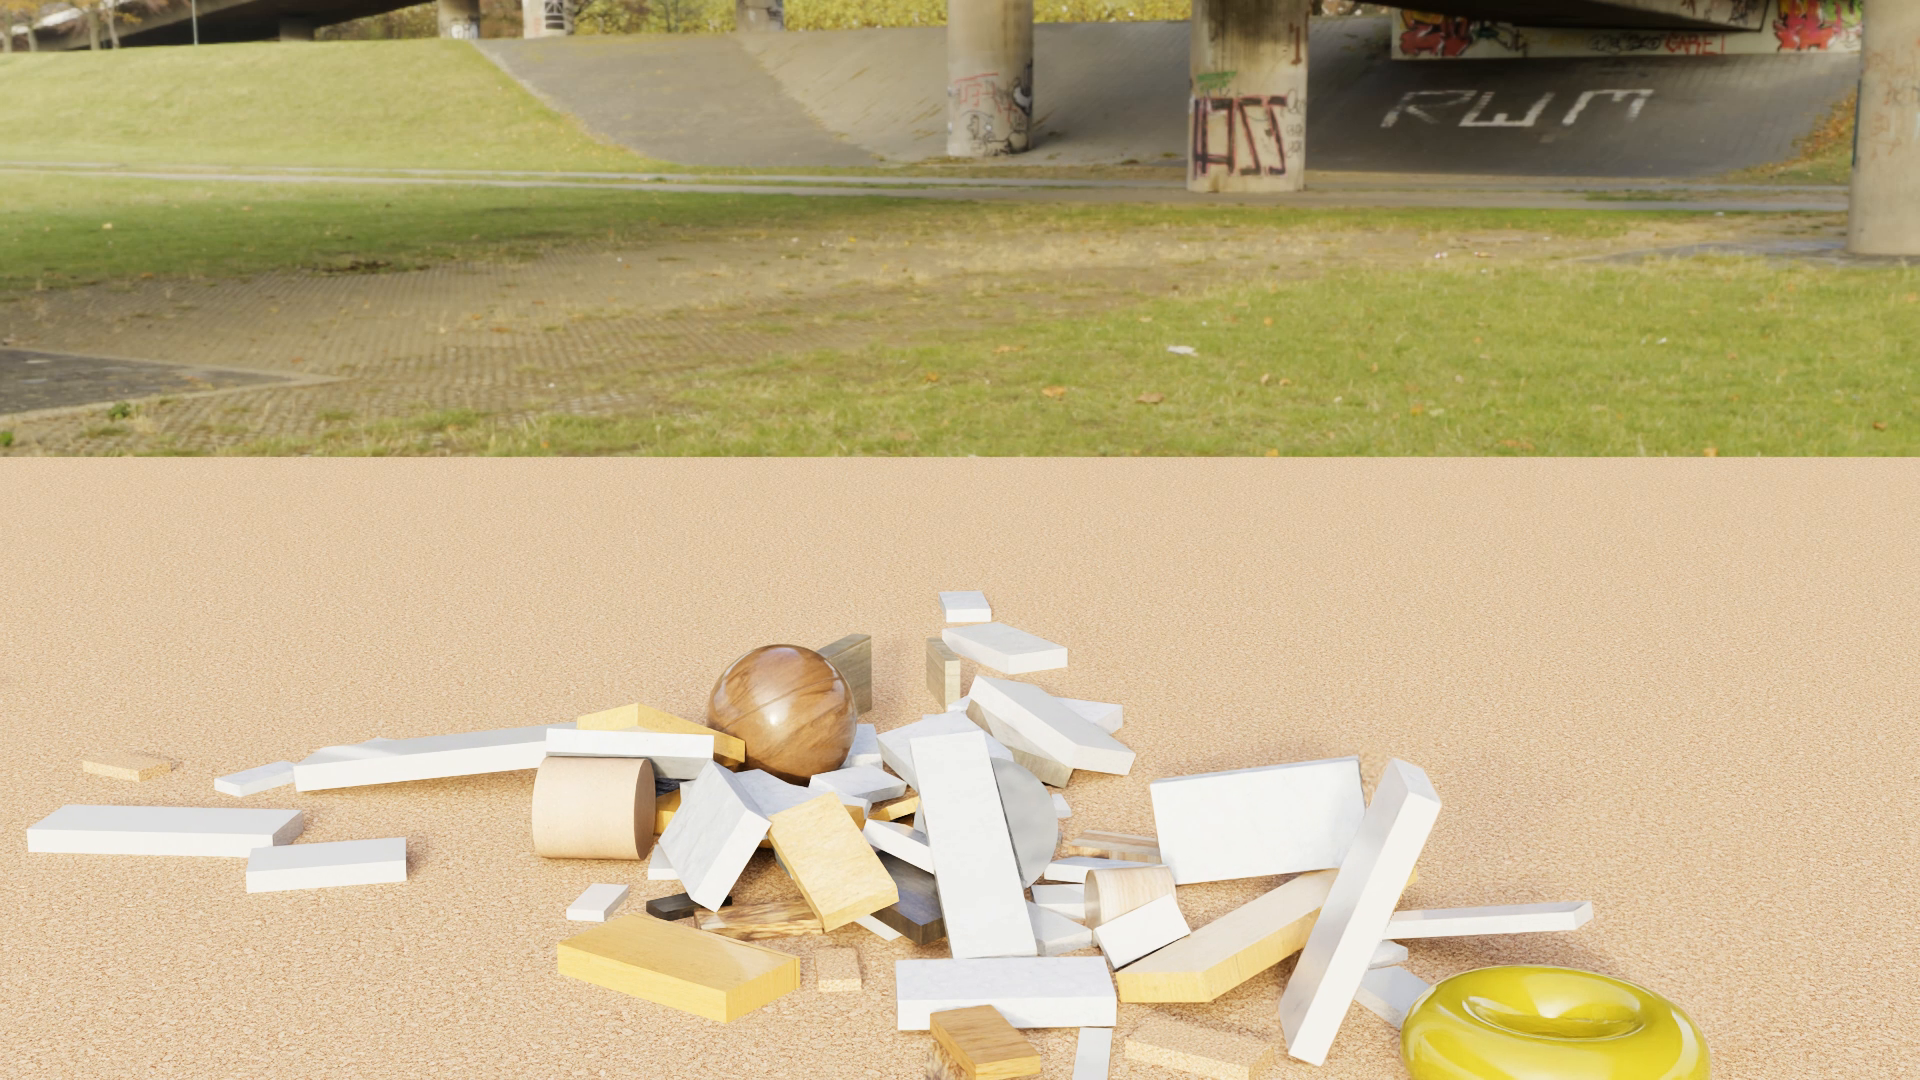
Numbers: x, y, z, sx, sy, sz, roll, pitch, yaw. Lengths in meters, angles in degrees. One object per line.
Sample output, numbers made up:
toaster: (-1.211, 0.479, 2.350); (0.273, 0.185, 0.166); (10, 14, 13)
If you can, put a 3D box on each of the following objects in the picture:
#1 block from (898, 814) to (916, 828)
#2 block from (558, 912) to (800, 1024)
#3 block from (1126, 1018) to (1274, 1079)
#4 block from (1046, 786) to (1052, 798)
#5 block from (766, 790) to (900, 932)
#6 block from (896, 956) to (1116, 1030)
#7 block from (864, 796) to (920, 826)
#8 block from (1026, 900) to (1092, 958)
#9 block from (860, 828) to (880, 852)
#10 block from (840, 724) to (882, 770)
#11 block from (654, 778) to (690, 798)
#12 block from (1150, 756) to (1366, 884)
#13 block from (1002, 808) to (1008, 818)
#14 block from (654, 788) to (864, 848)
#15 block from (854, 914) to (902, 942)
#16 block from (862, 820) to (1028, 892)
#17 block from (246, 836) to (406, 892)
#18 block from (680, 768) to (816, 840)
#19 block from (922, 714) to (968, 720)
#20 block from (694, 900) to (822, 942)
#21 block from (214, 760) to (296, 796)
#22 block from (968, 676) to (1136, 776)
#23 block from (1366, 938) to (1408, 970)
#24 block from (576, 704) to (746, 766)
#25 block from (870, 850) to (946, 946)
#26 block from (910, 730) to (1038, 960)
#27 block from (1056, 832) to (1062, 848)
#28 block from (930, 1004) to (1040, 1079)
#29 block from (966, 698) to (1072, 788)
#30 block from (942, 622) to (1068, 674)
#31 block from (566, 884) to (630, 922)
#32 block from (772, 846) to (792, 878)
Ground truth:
block: (-0.071, 0.520, 3.802); (0.082, 0.023, 0.165); (-22, 19, 12)
block: (-0.422, 0.636, 3.291); (0.334, 0.047, 0.167); (7, 13, 34)
block: (0.328, 0.699, 3.012); (0.182, 0.026, 0.091); (6, 12, 30)
block: (0.066, 0.478, 4.062); (0.186, 0.026, 0.093); (-7, -3, 25)
block: (-0.206, 0.506, 3.486); (0.125, 0.035, 0.249); (-21, 39, -17)
block: (0.062, 0.650, 3.158); (0.307, 0.043, 0.153); (-1, 11, -3)
block: (-0.118, 0.489, 3.900); (0.082, 0.023, 0.165); (-16, -11, -27)
block: (0.115, 0.612, 3.479); (0.091, 0.026, 0.182); (-8, 13, -35)
block: (-0.149, 0.533, 3.774); (0.062, 0.018, 0.124); (-33, 28, -31)
block: (-0.225, 0.422, 4.484); (0.115, 0.033, 0.230); (-1, 11, -7)
block: (-0.559, 0.475, 4.188); (0.129, 0.037, 0.299); (7, 12, 32)
block: (0.503, 0.469, 3.671); (0.346, 0.173, 0.049); (-8, 2, 14)
block: (0.048, 0.498, 4.002); (0.064, 0.018, 0.129); (-1, -8, -6)
block: (-0.383, 0.501, 3.956); (0.403, 0.044, 0.154); (2, 10, 32)
block: (-0.142, 0.573, 3.576); (0.124, 0.035, 0.247); (-16, 22, -36)
block: (-0.027, 0.519, 3.566); (0.249, 0.035, 0.125); (21, 0, 30)
block: (-1.080, 0.555, 3.760); (0.258, 0.037, 0.129); (-3, 11, -13)
block: (-0.367, 0.466, 3.876); (0.154, 0.044, 0.309); (-7, 9, -26)
block: (0.002, 0.418, 4.468); (0.161, 0.046, 0.322); (0, 11, 0)
block: (-0.322, 0.608, 3.500); (0.190, 0.027, 0.095); (-3, 11, -15)
block: (-1.360, 0.464, 4.284); (0.079, 0.022, 0.157); (8, 13, 36)
block: (0.182, 0.370, 4.407); (0.167, 0.047, 0.334); (13, 13, -41)
block: (0.612, 0.637, 3.364); (0.134, 0.019, 0.067); (-7, 13, -33)
block: (-0.541, 0.364, 3.994); (0.145, 0.041, 0.291); (-15, -26, 32)
block: (-0.088, 0.563, 3.487); (0.124, 0.035, 0.247); (-16, 23, -36)
block: (0.015, 0.485, 3.486); (0.125, 0.035, 0.532); (-6, 33, -6)
block: (0.132, 0.534, 3.933); (0.101, 0.014, 0.050); (1, 11, 7)
block: (0.032, 0.680, 2.975); (0.091, 0.026, 0.182); (-4, 11, -20)
block: (0.115, 0.398, 4.389); (0.161, 0.046, 0.322); (19, 10, -12)
block: (0.106, 0.260, 5.320); (0.161, 0.046, 0.322); (-6, 12, -29)
block: (-0.592, 0.593, 3.603); (0.063, 0.018, 0.125); (2, 11, 10)
block: (-0.238, 0.515, 3.657); (0.124, 0.035, 0.248); (-16, 0, -11)
